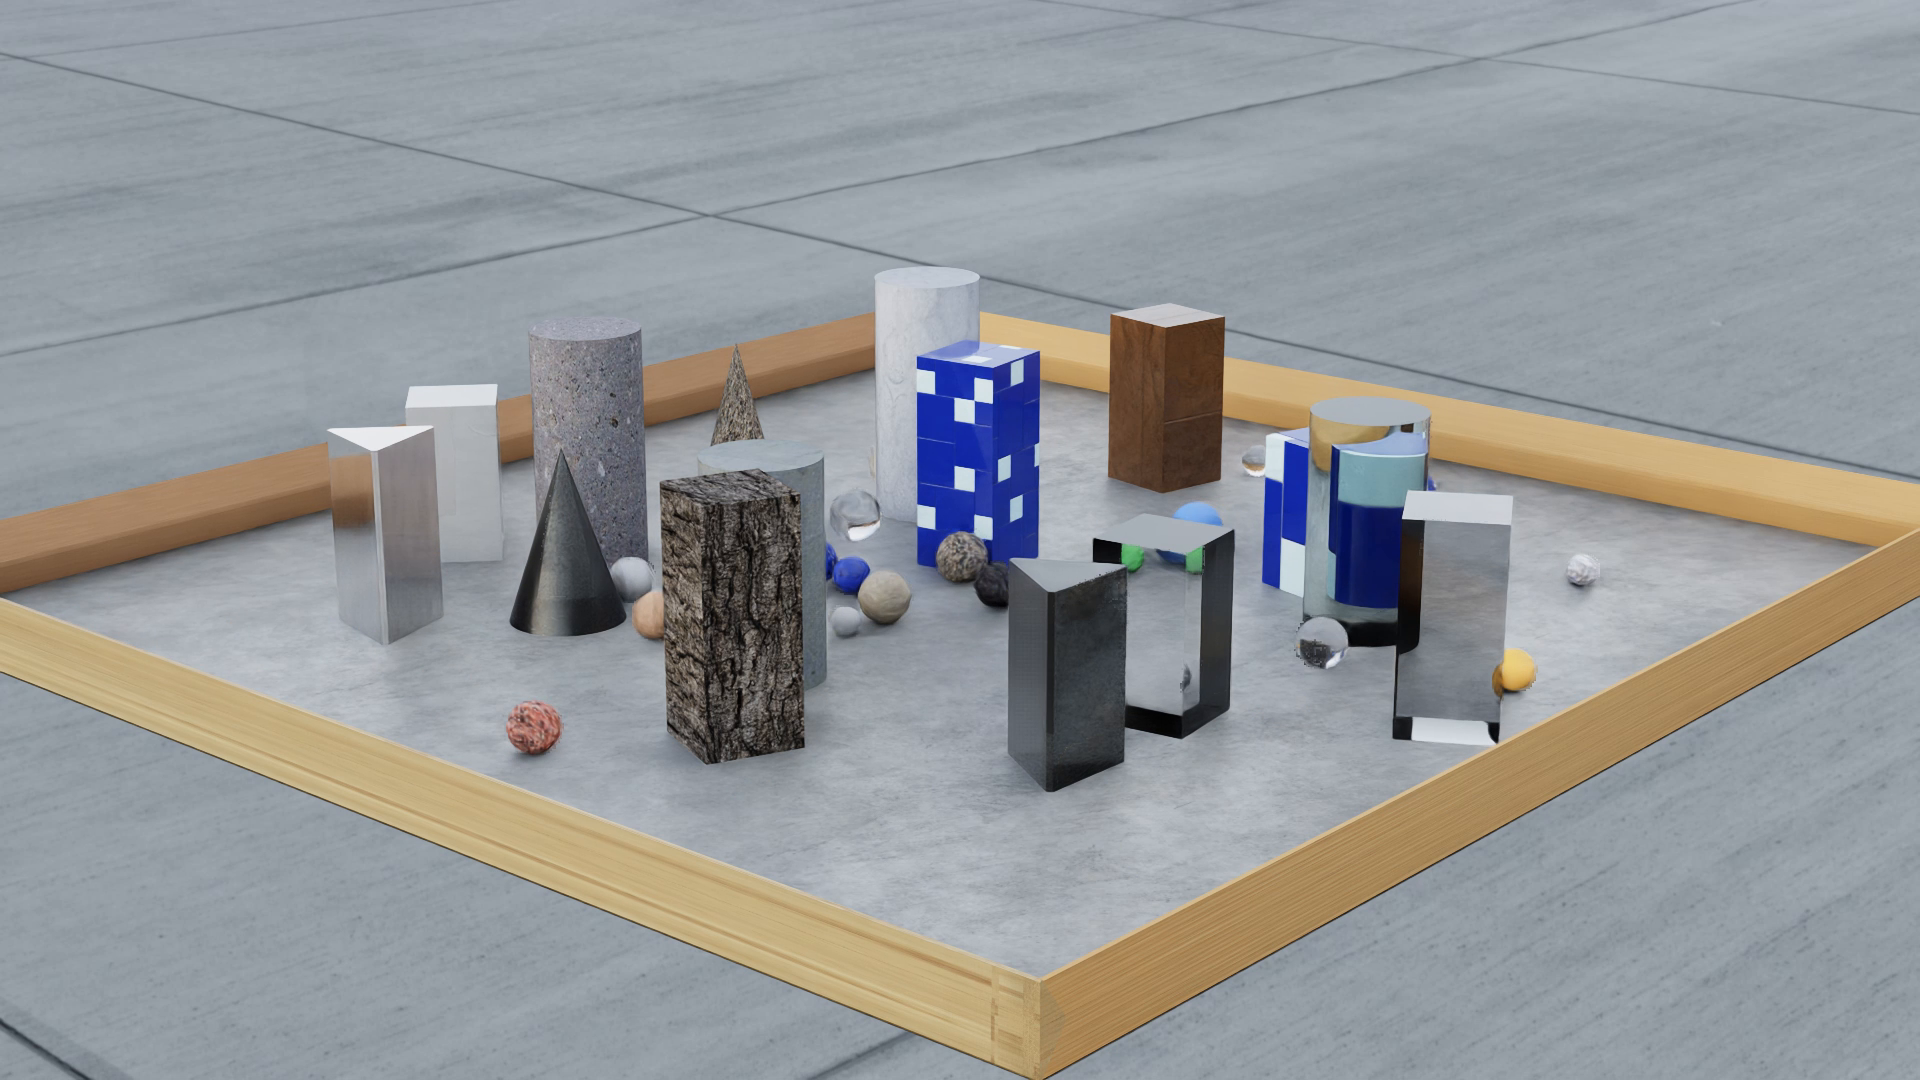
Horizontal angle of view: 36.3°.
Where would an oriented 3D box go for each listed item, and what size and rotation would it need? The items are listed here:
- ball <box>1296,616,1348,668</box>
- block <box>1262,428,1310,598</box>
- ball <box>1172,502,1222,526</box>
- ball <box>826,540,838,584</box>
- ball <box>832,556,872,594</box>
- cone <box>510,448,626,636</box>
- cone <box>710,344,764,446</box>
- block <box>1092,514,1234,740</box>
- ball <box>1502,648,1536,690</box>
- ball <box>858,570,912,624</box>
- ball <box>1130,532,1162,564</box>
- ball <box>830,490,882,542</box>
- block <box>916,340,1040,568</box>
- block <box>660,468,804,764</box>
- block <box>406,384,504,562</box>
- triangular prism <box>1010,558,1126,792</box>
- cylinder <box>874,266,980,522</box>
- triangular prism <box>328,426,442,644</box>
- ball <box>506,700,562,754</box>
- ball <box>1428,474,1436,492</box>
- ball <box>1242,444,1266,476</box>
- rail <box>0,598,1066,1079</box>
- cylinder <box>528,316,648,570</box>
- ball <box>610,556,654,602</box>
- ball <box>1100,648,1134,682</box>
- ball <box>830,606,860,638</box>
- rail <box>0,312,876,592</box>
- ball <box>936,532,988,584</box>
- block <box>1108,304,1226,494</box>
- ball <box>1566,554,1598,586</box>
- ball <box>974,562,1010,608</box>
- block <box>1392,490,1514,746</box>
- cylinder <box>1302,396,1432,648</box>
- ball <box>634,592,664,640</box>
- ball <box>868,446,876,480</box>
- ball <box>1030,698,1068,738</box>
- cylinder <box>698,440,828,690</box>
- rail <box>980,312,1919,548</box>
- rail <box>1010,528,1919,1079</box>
[{"bbox_3d":[0.588,0.166,4.758,0.085,0.085,0.085,0,17,0],"label":"ball"},{"bbox_3d":[0.647,-0.049,5.149,0.159,0.270,0.159,-12,20,-34],"label":"block"},{"bbox_3d":[0.432,-0.022,5.360,0.097,0.097,0.097,0,17,0],"label":"ball"},{"bbox_3d":[-0.262,0.038,5.166,0.093,0.093,0.093,0,17,0],"label":"ball"},{"bbox_3d":[-0.189,0.060,5.140,0.067,0.067,0.067,0,17,0],"label":"ball"},{"bbox_3d":[-0.670,-0.012,4.970,0.199,0.302,0.199,0,17,0],"label":"cone"},{"bbox_3d":[-0.408,-0.181,5.400,0.199,0.379,0.199,0,17,0],"label":"cone"},{"bbox_3d":[0.311,0.130,4.513,0.159,0.294,0.159,10,20,31],"label":"block"},{"bbox_3d":[0.879,0.205,4.657,0.067,0.067,0.067,0,17,0],"label":"ball"},{"bbox_3d":[-0.128,0.097,4.978,0.090,0.090,0.090,0,17,0],"label":"ball"},{"bbox_3d":[0.336,0.014,5.304,0.060,0.060,0.060,0,17,0],"label":"ball"},{"bbox_3d":[-0.194,-0.045,5.438,0.096,0.096,0.096,0,17,0],"label":"ball"},{"bbox_3d":[0.033,-0.148,5.276,0.159,0.386,0.159,10,20,31],"label":"block"},{"bbox_3d":[-0.341,0.113,4.393,0.159,0.397,0.159,-8,19,-26],"label":"block"},{"bbox_3d":[-0.921,-0.122,5.356,0.159,0.291,0.159,-2,17,-7],"label":"block"},{"bbox_3d":[0.131,0.187,4.308,0.149,0.304,0.172,14,22,40],"label":"triangular prism"},{"bbox_3d":[-0.062,-0.279,5.595,0.199,0.453,0.199,0,17,0],"label":"cylinder"},{"bbox_3d":[-0.946,-0.018,4.935,0.149,0.335,0.172,-12,21,-35],"label":"triangular prism"},{"bbox_3d":[-0.637,0.280,4.386,0.081,0.081,0.081,0,17,0],"label":"ball"},{"bbox_3d":[0.869,-0.096,5.622,0.087,0.087,0.087,0,17,0],"label":"ball"},{"bbox_3d":[0.598,-0.159,5.875,0.063,0.063,0.063,0,17,0],"label":"ball"},{"bbox_3d":[-0.857,0.317,4.175,2.552,0.129,0.045,14,22,39],"label":"rail"},{"bbox_3d":[-0.666,-0.169,5.266,0.199,0.433,0.199,0,17,0],"label":"cylinder"},{"bbox_3d":[-0.571,0.067,5.095,0.079,0.079,0.079,0,17,0],"label":"ball"},{"bbox_3d":[0.251,0.200,4.698,0.054,0.054,0.054,0,17,0],"label":"ball"},{"bbox_3d":[-0.192,0.137,4.911,0.052,0.052,0.052,0,17,0],"label":"ball"},{"bbox_3d":[-0.946,-0.204,5.906,0.045,0.129,2.661,14,22,39],"label":"rail"},{"bbox_3d":[0.004,0.031,5.193,0.092,0.092,0.092,0,17,0],"label":"ball"},{"bbox_3d":[0.409,-0.283,5.817,0.159,0.333,0.159,-13,21,-37],"label":"block"},{"bbox_3d":[1.100,0.052,5.185,0.056,0.056,0.056,0,17,0],"label":"ball"},{"bbox_3d":[0.064,0.078,5.061,0.077,0.077,0.077,0,17,0],"label":"ball"},{"bbox_3d":[0.750,0.117,4.462,0.159,0.348,0.159,3,17,11],"label":"block"},{"bbox_3d":[0.679,-0.032,4.905,0.199,0.379,0.199,0,17,0],"label":"cylinder"},{"bbox_3d":[-0.506,0.126,4.899,0.080,0.080,0.080,0,17,0],"label":"ball"},{"bbox_3d":[-0.130,-0.151,5.784,0.100,0.100,0.100,0,17,0],"label":"ball"},{"bbox_3d":[0.136,0.270,4.457,0.058,0.058,0.058,0,17,0],"label":"ball"},{"bbox_3d":[-0.314,0.043,4.676,0.199,0.368,0.199,0,17,0],"label":"cylinder"},{"bbox_3d":[0.857,-0.252,6.064,2.552,0.129,0.045,14,22,39],"label":"rail"},{"bbox_3d":[0.946,0.269,4.334,0.045,0.129,2.661,14,22,39],"label":"rail"}]
